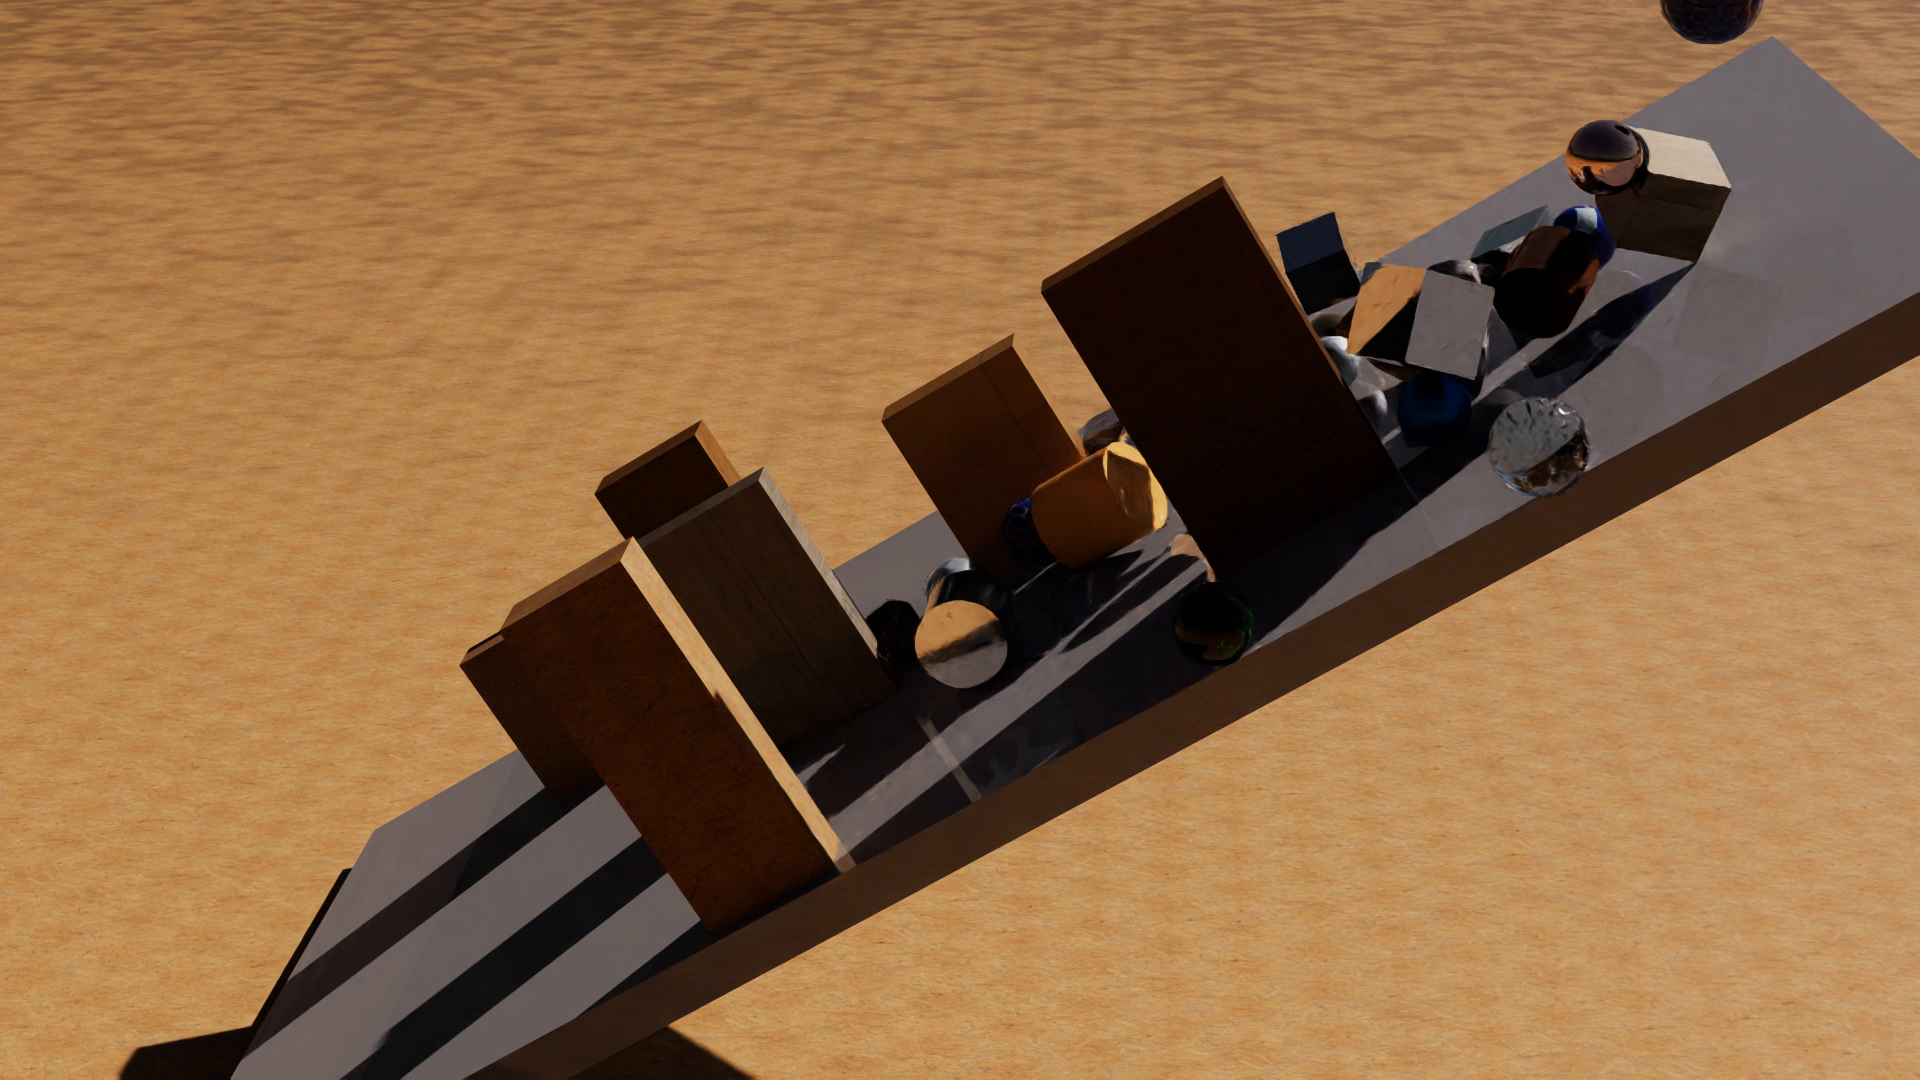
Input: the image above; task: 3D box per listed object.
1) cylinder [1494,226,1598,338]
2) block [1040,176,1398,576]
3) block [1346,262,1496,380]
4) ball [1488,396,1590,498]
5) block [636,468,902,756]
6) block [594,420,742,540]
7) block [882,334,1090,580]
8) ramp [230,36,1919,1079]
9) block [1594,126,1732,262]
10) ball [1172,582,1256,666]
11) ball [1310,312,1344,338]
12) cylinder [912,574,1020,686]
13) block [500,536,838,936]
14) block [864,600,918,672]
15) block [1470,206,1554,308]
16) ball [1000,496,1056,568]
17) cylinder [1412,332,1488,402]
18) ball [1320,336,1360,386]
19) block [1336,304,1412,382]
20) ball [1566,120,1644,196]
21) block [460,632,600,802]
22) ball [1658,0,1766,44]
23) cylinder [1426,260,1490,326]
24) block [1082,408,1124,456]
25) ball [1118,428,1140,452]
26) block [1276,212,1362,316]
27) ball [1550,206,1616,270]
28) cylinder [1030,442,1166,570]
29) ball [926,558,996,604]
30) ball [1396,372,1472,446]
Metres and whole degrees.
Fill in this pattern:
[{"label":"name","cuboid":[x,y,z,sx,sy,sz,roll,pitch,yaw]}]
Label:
[{"label":"cylinder","cuboid":[1.125,-0.495,5.646,0.158,0.158,0.158,10,40,26]},{"label":"block","cuboid":[0.494,-0.304,5.582,0.394,0.658,0.093,-29,15,13]},{"label":"block","cuboid":[0.856,-0.409,5.472,0.174,0.174,0.174,10,4,-32]},{"label":"ball","cuboid":[0.992,-0.160,5.042,0.175,0.175,0.175,0,19,0]},{"label":"block","cuboid":[-0.418,0.169,6.173,0.355,0.545,0.094,-29,15,13]},{"label":"block","cuboid":[-0.604,0.016,7.078,0.288,0.530,0.127,-29,15,13]},{"label":"block","cuboid":[0.089,-0.175,6.436,0.333,0.439,0.107,-29,15,13]},{"label":"ramp","cuboid":[0.141,0.169,6.289,4.000,0.100,2.000,-29,15,13]},{"label":"block","cuboid":[1.359,-0.670,5.694,0.171,0.171,0.171,9,37,-12]},{"label":"ball","cuboid":[0.450,0.149,5.223,0.149,0.149,0.149,0,19,0]},{"label":"ball","cuboid":[0.806,-0.430,6.386,0.126,0.126,0.126,0,19,0]},{"label":"cylinder","cuboid":[0.013,0.179,5.929,0.186,0.186,0.186,3,13,10]},{"label":"block","cuboid":[-0.532,0.367,5.454,0.267,0.708,0.137,-29,15,13]},{"label":"block","cuboid":[-0.143,0.209,6.328,0.113,0.113,0.113,-38,15,-18]},{"label":"block","cuboid":[1.163,-0.572,6.060,0.147,0.147,0.147,-23,18,33]},{"label":"ball","cuboid":[0.161,-0.016,6.250,0.151,0.151,0.151,0,19,0]},{"label":"cylinder","cuboid":[0.957,-0.352,5.745,0.138,0.138,0.138,5,39,13]},{"label":"ball","cuboid":[0.794,-0.377,6.258,0.117,0.117,0.117,0,19,0]},{"label":"block","cuboid":[0.893,-0.435,6.093,0.134,0.134,0.134,-49,27,-1]},{"label":"ball","cuboid":[1.225,-0.727,5.593,0.145,0.145,0.145,0,19,0]},{"label":"block","cuboid":[-0.928,0.366,6.883,0.294,0.401,0.106,-29,15,13]},{"label":"ball","cuboid":[1.446,-1.055,5.656,0.202,0.202,0.202,0,19,0]},{"label":"cylinder","cuboid":[0.946,-0.458,5.636,0.118,0.118,0.118,-9,-19,-3]},{"label":"block","cuboid":[0.379,-0.215,6.527,0.150,0.150,0.150,-29,14,15]},{"label":"ball","cuboid":[0.417,-0.200,6.329,0.156,0.156,0.156,0,19,0]},{"label":"block","cuboid":[0.752,-0.577,6.140,0.129,0.129,0.129,-21,43,13]},{"label":"ball","cuboid":[1.260,-0.608,5.956,0.140,0.140,0.140,0,19,0]},{"label":"cylinder","cuboid":[0.289,-0.070,6.116,0.201,0.201,0.201,-30,2,33]},{"label":"ball","cuboid":[0.005,0.116,6.237,0.155,0.155,0.155,0,19,0]},{"label":"ball","cuboid":[0.899,-0.249,5.578,0.144,0.144,0.144,0,19,0]}]
